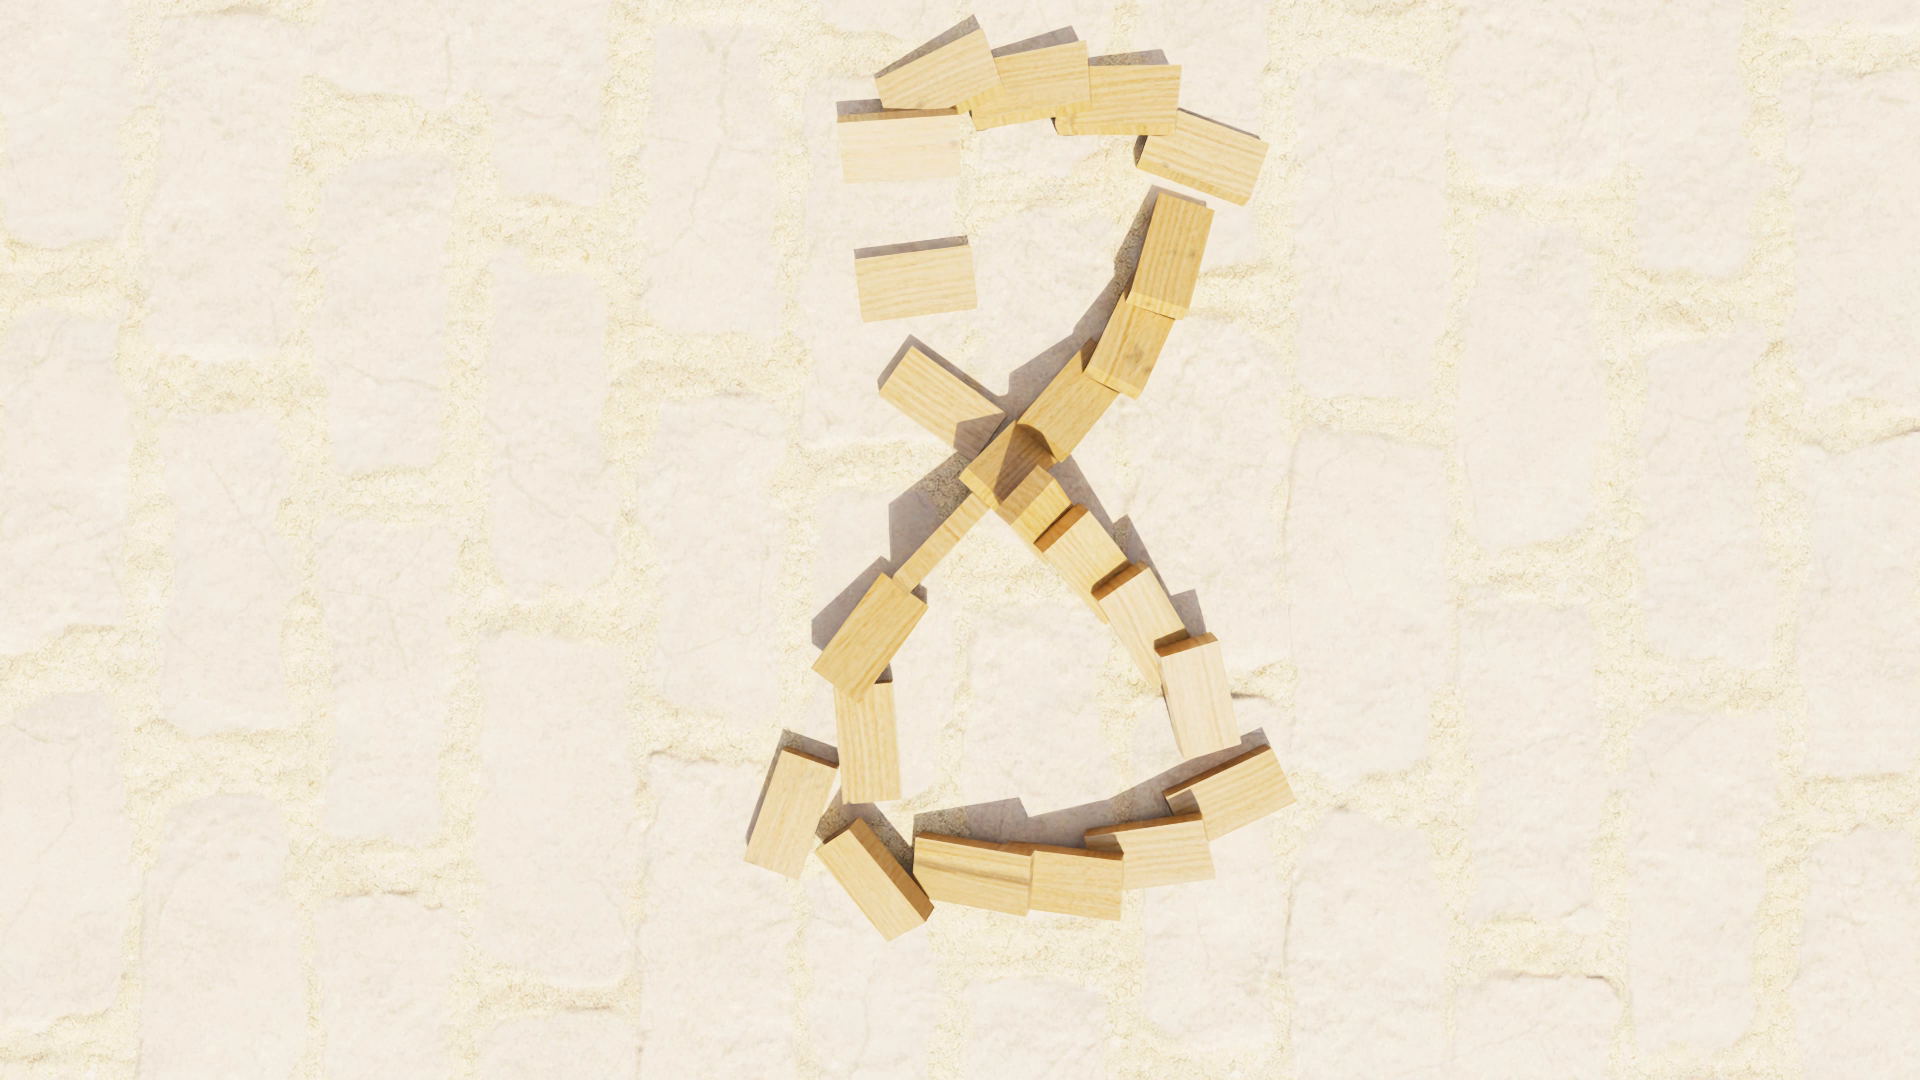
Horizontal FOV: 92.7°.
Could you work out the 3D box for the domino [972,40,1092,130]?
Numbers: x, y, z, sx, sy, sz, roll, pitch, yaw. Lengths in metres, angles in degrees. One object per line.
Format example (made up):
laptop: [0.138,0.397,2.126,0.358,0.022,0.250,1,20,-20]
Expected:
domino: [0.030,-0.193,0.389,0.050,0.009,0.025,-4,89,15]

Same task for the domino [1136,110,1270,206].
domino: [0.104,-0.166,0.395,0.050,0.009,0.025,20,90,0]

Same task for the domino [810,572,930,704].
domino: [-0.038,0.042,0.389,0.025,0.010,0.050,36,76,0]

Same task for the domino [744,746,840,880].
domino: [-0.072,0.117,0.395,0.025,0.010,0.050,19,90,0]

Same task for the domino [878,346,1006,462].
domino: [-0.007,-0.058,0.395,0.050,0.010,0.025,36,90,0]

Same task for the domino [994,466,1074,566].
domino: [0.034,-0.009,0.376,0.025,0.050,0.010,-47,60,0]

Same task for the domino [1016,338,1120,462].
domino: [0.049,-0.059,0.387,0.025,0.009,0.050,40,70,0]

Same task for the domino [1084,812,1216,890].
domino: [0.080,0.133,0.389,0.050,0.010,0.025,-13,90,14]

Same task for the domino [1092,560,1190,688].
domino: [0.079,0.036,0.387,0.025,0.010,0.050,-34,111,0]

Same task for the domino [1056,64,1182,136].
domino: [0.067,-0.187,0.389,0.050,0.010,0.025,6,90,14]

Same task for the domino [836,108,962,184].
domino: [-0.025,-0.167,0.388,0.050,0.009,0.025,-4,133,0]

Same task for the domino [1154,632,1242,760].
domino: [0.101,0.066,0.388,0.025,0.009,0.050,-17,107,0]

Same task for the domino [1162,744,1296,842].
domino: [0.116,0.111,0.395,0.050,0.010,0.025,-25,90,0]

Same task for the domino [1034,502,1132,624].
domino: [0.055,0.011,0.383,0.025,0.009,0.050,-43,122,0]

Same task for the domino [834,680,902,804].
domino: [-0.040,0.087,0.395,0.025,0.010,0.050,-5,90,0]

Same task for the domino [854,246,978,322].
domino: [-0.019,-0.110,0.395,0.050,0.010,0.025,-7,90,0]

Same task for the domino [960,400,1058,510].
domino: [0.025,-0.034,0.383,0.025,0.009,0.050,43,58,1]

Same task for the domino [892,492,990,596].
domino: [-0.007,0.001,0.383,0.009,0.025,0.050,43,79,1]

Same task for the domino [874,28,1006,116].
domino: [-0.009,-0.192,0.389,0.050,0.010,0.025,-19,86,14]

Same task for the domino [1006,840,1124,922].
domino: [0.044,0.144,0.389,0.050,0.009,0.025,1,90,16]

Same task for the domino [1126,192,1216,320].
domino: [0.089,-0.120,0.389,0.025,0.010,0.050,18,74,0]

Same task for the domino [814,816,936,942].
domino: [-0.037,0.144,0.390,0.025,0.010,0.050,-40,90,30]

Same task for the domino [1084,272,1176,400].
domino: [0.074,-0.087,0.388,0.025,0.009,0.050,26,73,0]

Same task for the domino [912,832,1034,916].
domino: [0.005,0.141,0.389,0.050,0.010,0.025,5,90,15]
